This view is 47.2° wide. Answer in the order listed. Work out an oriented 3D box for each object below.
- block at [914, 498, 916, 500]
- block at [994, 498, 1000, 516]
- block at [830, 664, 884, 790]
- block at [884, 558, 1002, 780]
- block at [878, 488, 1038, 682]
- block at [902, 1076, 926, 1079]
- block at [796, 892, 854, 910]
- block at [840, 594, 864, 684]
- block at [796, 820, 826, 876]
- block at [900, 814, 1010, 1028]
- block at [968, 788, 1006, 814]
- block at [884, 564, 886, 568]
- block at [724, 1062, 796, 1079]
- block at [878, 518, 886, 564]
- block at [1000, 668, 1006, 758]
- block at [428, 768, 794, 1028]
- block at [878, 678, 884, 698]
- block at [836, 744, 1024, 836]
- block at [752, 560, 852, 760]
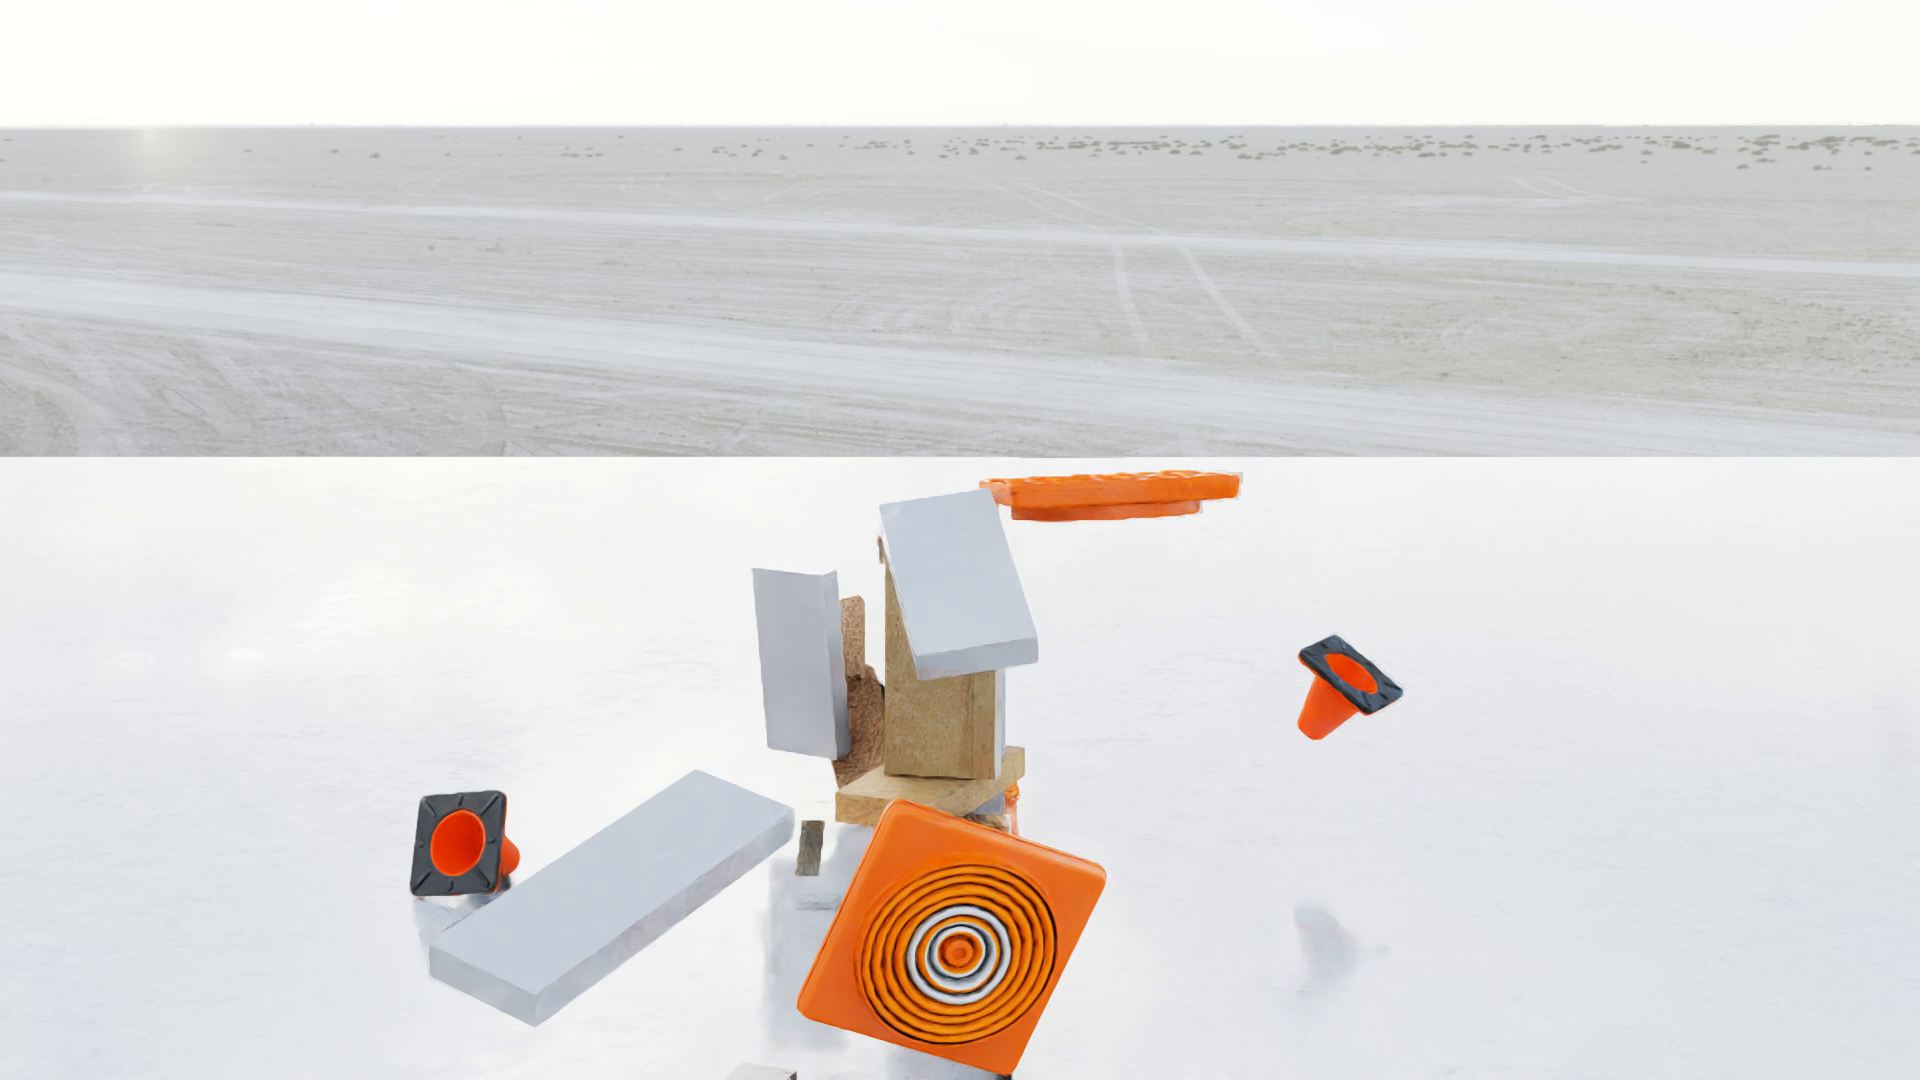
[{"bbox_3d":[-0.023,-0.013,3.596,0.122,0.035,0.245,-3,-18,-7],"label":"block"},{"bbox_3d":[-0.034,0.005,3.931,0.161,0.046,0.322,-4,-18,-9],"label":"block"},{"bbox_3d":[-0.189,0.371,4.122,0.123,0.246,0.035,-23,-22,14],"label":"block"},{"bbox_3d":[-0.023,0.173,3.106,0.160,0.319,0.045,2,7,12],"label":"block"},{"bbox_3d":[-0.006,0.055,2.972,0.160,0.045,0.319,-8,40,-7],"label":"block"},{"bbox_3d":[-0.066,0.735,2.825,0.079,0.022,0.158,4,11,23],"label":"block"},{"bbox_3d":[-0.221,0.594,3.613,0.092,0.013,0.046,0,11,1],"label":"block"},{"bbox_3d":[-0.225,0.193,4.154,0.087,0.174,0.025,-14,-36,19],"label":"block"},{"bbox_3d":[-0.249,0.513,3.661,0.013,0.092,0.046,5,-2,35],"label":"block"},{"bbox_3d":[-0.006,0.538,3.105,0.153,0.305,0.043,0,15,3],"label":"block"},{"bbox_3d":[-0.007,0.501,3.298,0.153,0.305,0.043,-1,18,1],"label":"block"},{"bbox_3d":[-0.036,0.146,3.761,0.161,0.322,0.046,-2,-13,-14],"label":"block"},{"bbox_3d":[-0.280,0.728,2.867,0.079,0.022,0.158,4,11,18],"label":"block"},{"bbox_3d":[-0.050,-0.012,3.300,0.143,0.040,0.285,-2,9,-1],"label":"block"},{"bbox_3d":[-0.007,0.171,3.206,0.143,0.285,0.040,2,6,12],"label":"block"},{"bbox_3d":[-0.409,0.421,2.661,0.160,0.045,0.488,18,28,27],"label":"block"},{"bbox_3d":[-0.125,0.364,4.217,0.246,0.123,0.035,35,7,-7],"label":"block"},{"bbox_3d":[-0.038,0.349,3.156,0.153,0.043,0.305,5,12,25],"label":"block"},{"bbox_3d":[-0.292,0.222,4.065,0.161,0.354,0.046,6,17,32],"label":"block"}]
